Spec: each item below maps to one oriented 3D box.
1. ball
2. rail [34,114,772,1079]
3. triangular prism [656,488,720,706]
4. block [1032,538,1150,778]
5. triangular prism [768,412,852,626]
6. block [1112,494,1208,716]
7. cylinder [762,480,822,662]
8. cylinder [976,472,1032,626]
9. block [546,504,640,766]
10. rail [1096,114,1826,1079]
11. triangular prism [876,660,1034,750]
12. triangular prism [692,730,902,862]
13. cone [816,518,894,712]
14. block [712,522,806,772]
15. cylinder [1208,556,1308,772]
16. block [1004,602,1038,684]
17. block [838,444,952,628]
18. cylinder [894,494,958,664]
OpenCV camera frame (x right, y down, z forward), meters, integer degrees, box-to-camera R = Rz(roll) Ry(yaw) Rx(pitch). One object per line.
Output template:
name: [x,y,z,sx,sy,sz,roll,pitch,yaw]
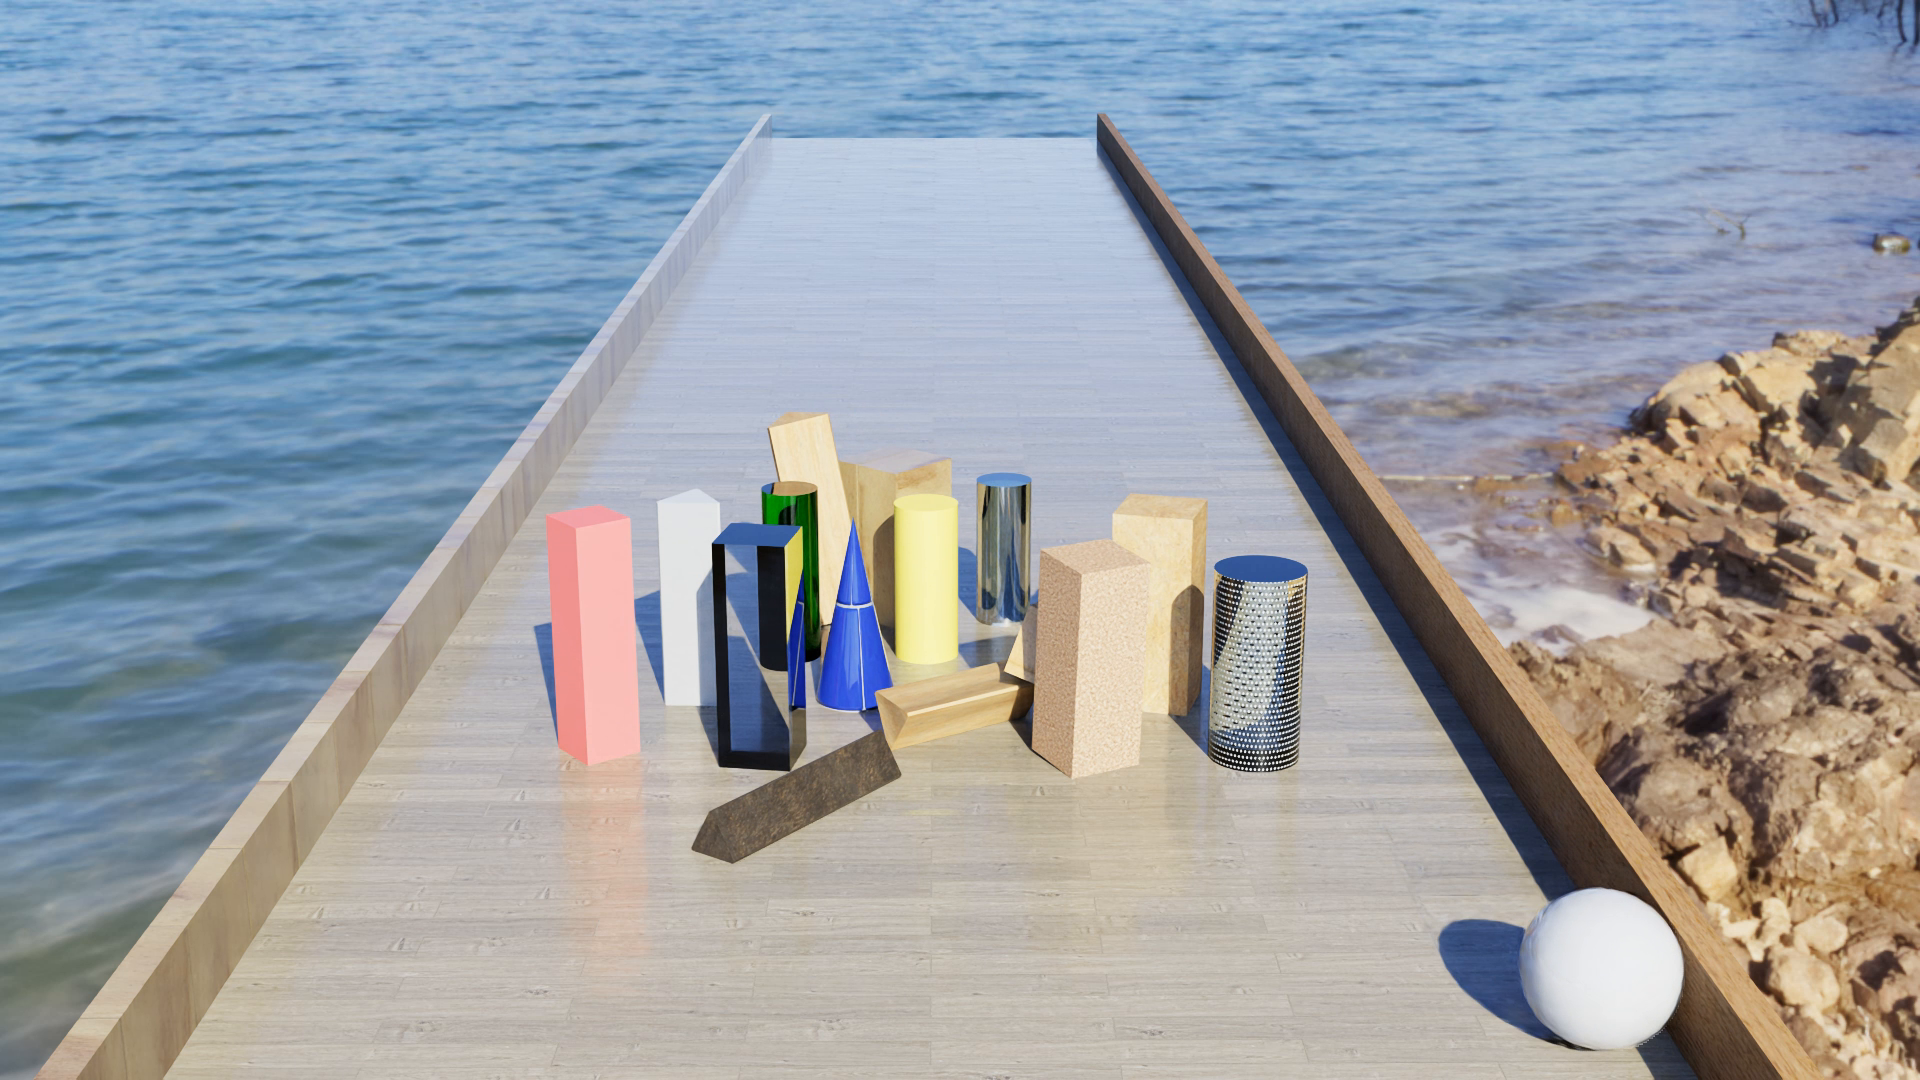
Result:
ball: [0.854,0.571,2.932,0.213,0.213,0.213,0,17,0]
rail: [-1.118,-0.838,7.780,0.050,0.150,12.000,0,17,-1]
triangular prism: [-0.500,0.108,4.165,0.115,0.398,0.100,1,17,3]
block: [0.228,0.207,3.853,0.138,0.380,0.138,-9,22,-27]
triangular prism: [-0.307,-0.049,4.614,0.130,0.436,0.112,-14,16,-13]
block: [0.374,0.120,4.152,0.149,0.382,0.149,5,17,16]
cylinder: [-0.337,0.065,4.398,0.112,0.348,0.112,0,17,0]
cylinder: [0.092,0.020,4.626,0.116,0.304,0.116,0,17,0]
block: [-0.649,0.168,3.895,0.107,0.437,0.107,-13,21,-37]
rail: [0.932,-0.844,7.801,0.050,0.150,12.000,0,17,-1]
triangular prism: [-0.007,0.284,4.023,0.301,0.108,0.094,-11,55,-33]
triangular prism: [-0.267,0.418,3.678,0.090,0.078,0.439,11,20,34]
cone: [-0.199,0.129,4.159,0.154,0.361,0.154,0,17,0]
block: [-0.351,0.188,3.871,0.129,0.412,0.129,3,17,9]
cylinder: [0.525,0.217,3.883,0.162,0.349,0.162,0,17,0]
block: [0.204,0.192,4.147,0.129,0.129,0.388,22,8,11]
block: [-0.137,-0.009,4.662,0.169,0.337,0.169,14,22,40]
cylinder: [-0.068,0.078,4.409,0.128,0.317,0.128,0,17,0]
